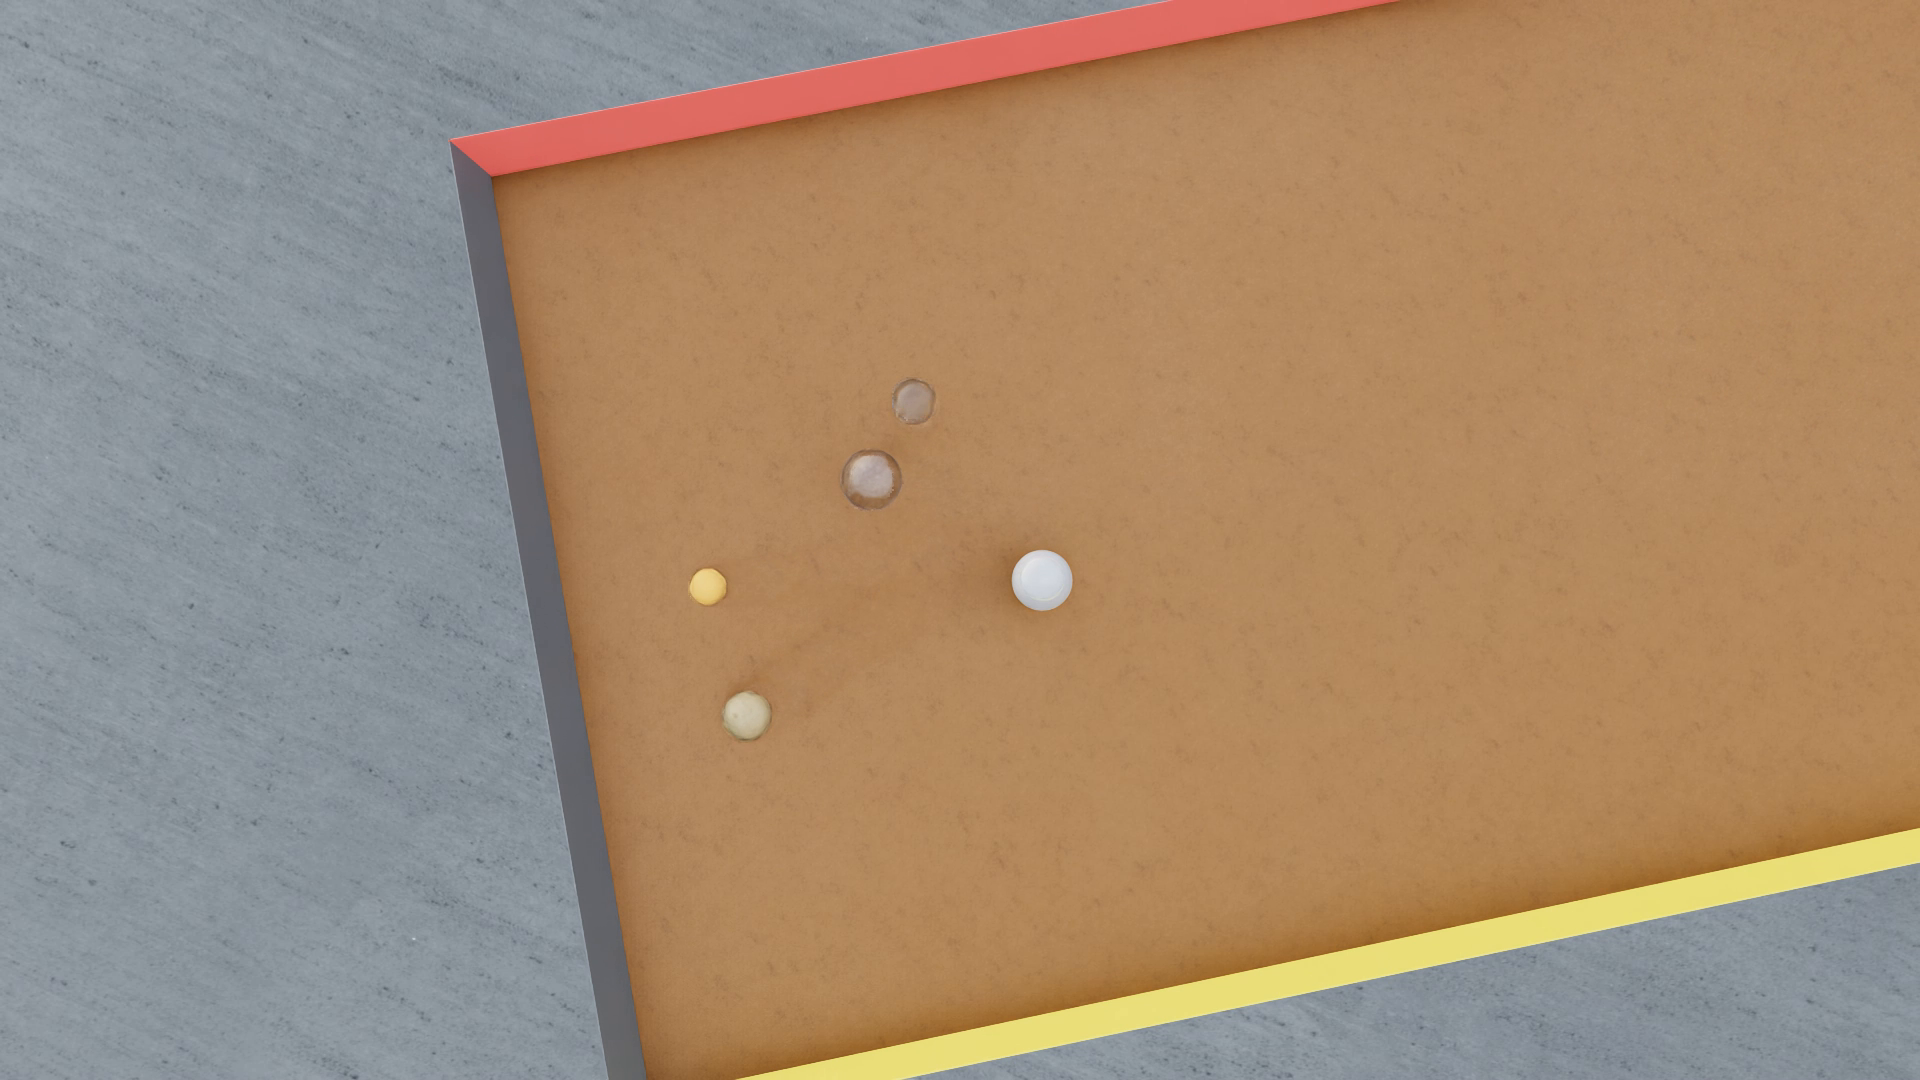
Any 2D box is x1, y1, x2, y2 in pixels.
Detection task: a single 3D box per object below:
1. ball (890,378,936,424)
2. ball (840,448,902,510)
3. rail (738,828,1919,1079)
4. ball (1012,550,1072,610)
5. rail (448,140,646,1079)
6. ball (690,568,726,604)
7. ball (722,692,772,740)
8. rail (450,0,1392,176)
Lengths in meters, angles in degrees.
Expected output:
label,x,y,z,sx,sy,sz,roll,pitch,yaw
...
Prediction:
label,x,y,z,sx,sy,sz,roll,pitch,yaw
ball,-0.070,-0.211,3.349,0.070,0.070,0.070,0,78,0
ball,-0.133,-0.091,3.312,0.093,0.093,0.093,0,78,0
rail,0.775,0.565,3.159,2.561,0.121,0.045,-11,78,-2
ball,0.123,0.060,3.281,0.091,0.091,0.091,0,78,0
rail,-0.604,0.118,3.253,0.045,0.121,1.503,-11,78,-2
ball,-0.377,0.070,3.298,0.054,0.054,0.054,0,78,0
ball,-0.314,0.260,3.248,0.073,0.073,0.073,0,78,0
rail,0.479,-0.829,3.453,2.561,0.121,0.045,-11,78,-2
